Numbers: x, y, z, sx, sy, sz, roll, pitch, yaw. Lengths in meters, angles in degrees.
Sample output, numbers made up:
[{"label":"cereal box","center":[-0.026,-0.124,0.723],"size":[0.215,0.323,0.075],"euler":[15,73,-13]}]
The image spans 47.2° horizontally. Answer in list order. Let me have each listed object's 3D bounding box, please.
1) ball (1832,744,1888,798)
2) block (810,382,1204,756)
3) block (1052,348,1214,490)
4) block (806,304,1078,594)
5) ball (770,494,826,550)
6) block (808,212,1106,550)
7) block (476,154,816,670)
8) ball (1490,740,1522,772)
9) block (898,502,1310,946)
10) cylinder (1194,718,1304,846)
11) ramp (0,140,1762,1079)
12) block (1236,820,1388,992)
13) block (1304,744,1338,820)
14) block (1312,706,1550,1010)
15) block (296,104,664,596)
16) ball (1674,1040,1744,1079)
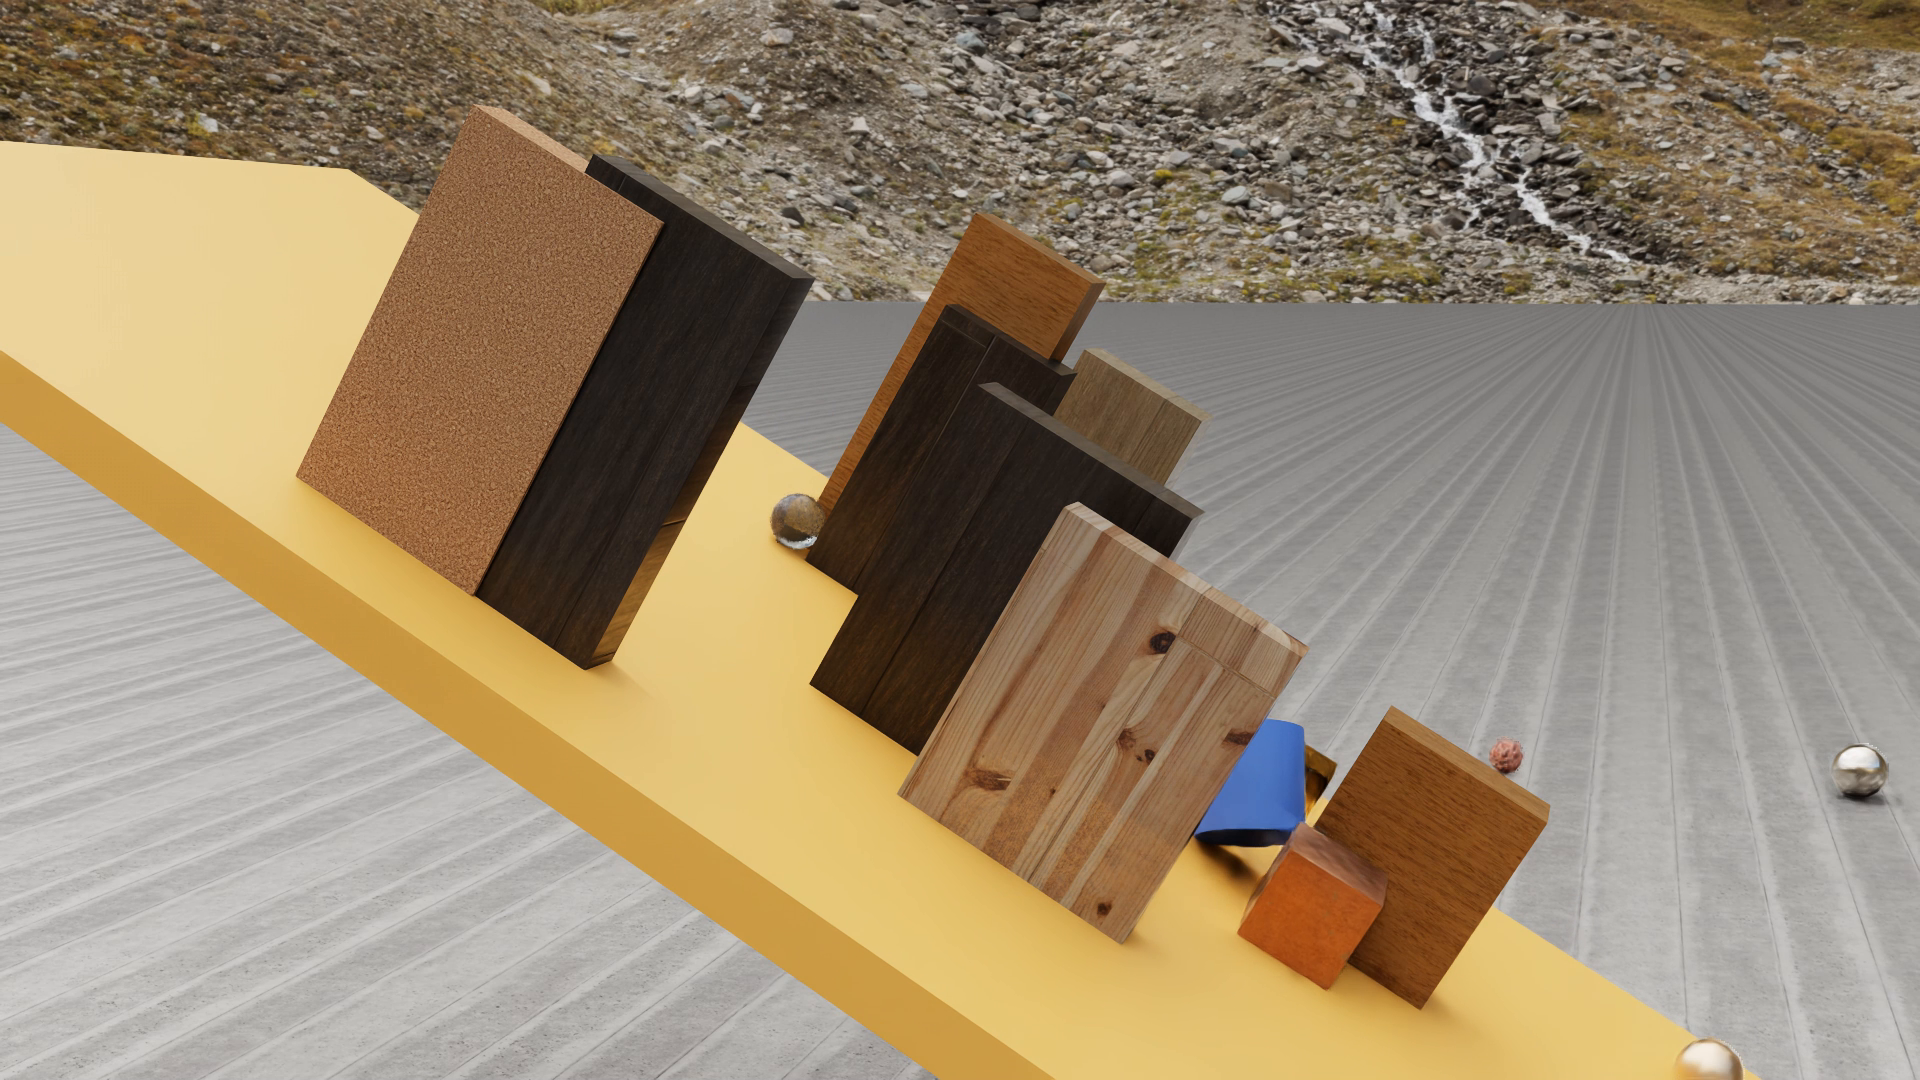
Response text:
[{"label":"ball","center":[3.190,0.820,7.799],"size":[0.186,0.186,0.186],"euler":[0,7,0]},{"label":"block","center":[0.077,0.104,3.836],"size":[0.433,0.618,0.117],"euler":[33,15,11]},{"label":"block","center":[0.268,-0.086,4.868],"size":[0.300,0.607,0.148],"euler":[33,15,11]},{"label":"block","center":[-0.041,-0.148,4.479],"size":[0.275,0.607,0.132],"euler":[33,15,11]},{"label":"ball","center":[-0.334,-0.039,4.534],"size":[0.115,0.115,0.115],"euler":[0,7,0]},{"label":"block","center":[-0.023,-0.261,4.542],"size":[0.278,0.783,0.127],"euler":[33,15,11]},{"label":"block","center":[-0.559,-0.197,3.444],"size":[0.374,0.708,0.097],"euler":[33,15,11]},{"label":"ball","center":[2.034,0.806,8.192],"size":[0.121,0.121,0.121],"euler":[0,7,0]},{"label":"block","center":[0.227,0.297,3.583],"size":[0.444,0.565,0.093],"euler":[33,15,11]},{"label":"cylinder","center":[0.552,0.464,4.190],"size":[0.208,0.208,0.208],"euler":[2,-17,1]},{"label":"ramp","center":[-0.181,0.298,4.126],"size":[4.000,0.100,2.000],"euler":[33,15,11]},{"label":"block","center":[0.631,0.651,3.930],"size":[0.185,0.185,0.185],"euler":[32,15,7]},{"label":"block","center":[0.681,0.505,4.595],"size":[0.146,0.146,0.146],"euler":[32,15,9]},{"label":"block","center":[0.821,0.582,4.052],"size":[0.338,0.422,0.141],"euler":[33,15,11]},{"label":"block","center":[-0.748,-0.296,3.481],"size":[0.365,0.675,0.097],"euler":[33,15,11]},{"label":"ball","center":[1.468,1.047,4.315],"size":[0.131,0.131,0.131],"euler":[0,7,0]}]
